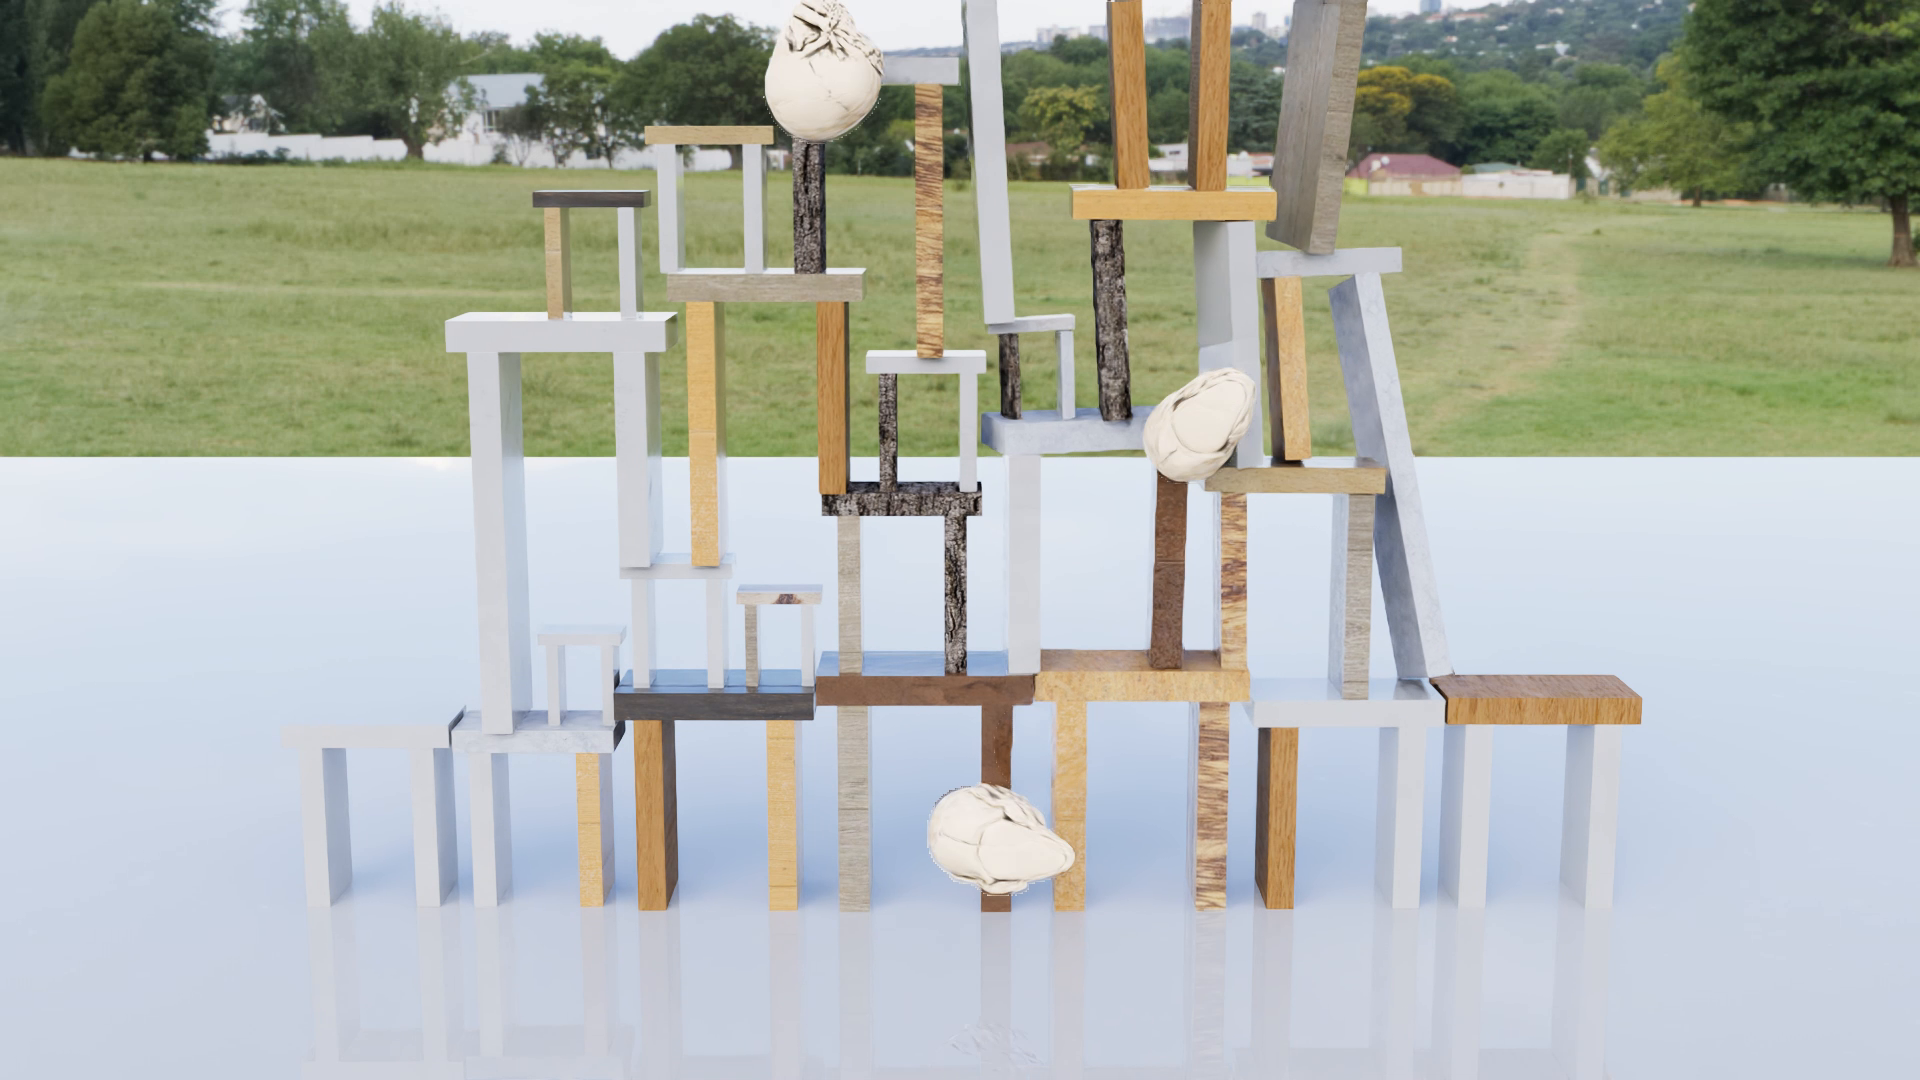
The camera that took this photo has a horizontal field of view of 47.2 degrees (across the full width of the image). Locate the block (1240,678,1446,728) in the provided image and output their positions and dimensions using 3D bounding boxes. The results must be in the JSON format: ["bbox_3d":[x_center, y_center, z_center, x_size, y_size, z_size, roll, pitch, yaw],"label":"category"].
[{"bbox_3d":[0.625,0.265,3.611,0.308,0.044,0.154,0,11,-1],"label":"block"}]

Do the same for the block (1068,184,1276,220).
[{"bbox_3d":[0.331,-0.532,3.465,0.313,0.044,0.157,1,12,1],"label":"block"}]

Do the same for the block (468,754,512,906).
[{"bbox_3d":[-0.778,0.461,3.647,0.037,0.261,0.131,0,11,0],"label":"block"}]

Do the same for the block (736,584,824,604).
[{"bbox_3d":[-0.292,0.088,3.572,0.136,0.019,0.068,0,11,0],"label":"block"}]

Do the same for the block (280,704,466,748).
[{"bbox_3d":[-0.961,0.305,3.619,0.270,0.038,0.135,0,11,0],"label":"block"}]

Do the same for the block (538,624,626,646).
[{"bbox_3d":[-0.617,0.155,3.593,0.134,0.019,0.067,0,11,0],"label":"block"}]

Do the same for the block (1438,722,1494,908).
[{"bbox_3d":[0.837,0.436,3.645,0.044,0.311,0.156,0,11,0],"label":"block"}]

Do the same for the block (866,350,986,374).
[{"bbox_3d":[-0.054,-0.284,3.508,0.189,0.027,0.095,0,10,0],"label":"block"}]

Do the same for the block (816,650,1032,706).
[{"bbox_3d":[-0.057,0.225,3.600,0.346,0.049,0.173,0,11,0],"label":"block"}]

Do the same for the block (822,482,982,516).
[{"bbox_3d":[-0.092,-0.067,3.546,0.255,0.036,0.127,0,10,0],"label":"block"}]

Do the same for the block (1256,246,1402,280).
[{"bbox_3d":[0.562,-0.452,3.609,0.291,0.041,0.145,-5,6,-26],"label":"block"}]

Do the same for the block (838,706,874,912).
[{"bbox_3d":[-0.172,0.420,3.635,0.049,0.347,0.173,0,11,0],"label":"block"}]

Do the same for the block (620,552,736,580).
[{"bbox_3d":[-0.456,0.042,3.563,0.180,0.025,0.090,0,11,-1],"label":"block"}]

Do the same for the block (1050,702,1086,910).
[{"bbox_3d":[0.179,0.417,3.643,0.049,0.346,0.173,0,9,0],"label":"block"}]

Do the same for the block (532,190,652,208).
[{"bbox_3d":[-0.578,-0.537,3.464,0.173,0.024,0.086,0,11,0],"label":"block"}]

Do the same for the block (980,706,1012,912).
[{"bbox_3d":[0.059,0.420,3.636,0.049,0.347,0.173,0,11,0],"label":"block"}]

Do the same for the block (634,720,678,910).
[{"bbox_3d":[-0.502,0.433,3.638,0.045,0.320,0.160,0,11,0],"label":"block"}]

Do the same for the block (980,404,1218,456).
[{"bbox_3d":[0.224,-0.181,3.571,0.351,0.050,0.175,-3,10,-12],"label":"block"}]

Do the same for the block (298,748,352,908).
[{"bbox_3d":[-1.051,0.457,3.647,0.038,0.270,0.135,0,11,0],"label":"block"}]

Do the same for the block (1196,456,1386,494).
[{"bbox_3d":[0.533,-0.106,3.562,0.287,0.041,0.144,0,9,1],"label":"block"}]

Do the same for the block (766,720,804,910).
[{"bbox_3d":[-0.288,0.433,3.638,0.045,0.320,0.160,0,11,0],"label":"block"}]

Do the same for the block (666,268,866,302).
[{"bbox_3d":[-0.303,-0.405,3.489,0.303,0.043,0.152,0,10,0],"label":"block"}]

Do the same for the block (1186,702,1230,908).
[{"bbox_3d":[0.409,0.417,3.642,0.049,0.346,0.173,0,9,0],"label":"block"}]

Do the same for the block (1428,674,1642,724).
[{"bbox_3d":[0.941,0.261,3.613,0.311,0.044,0.156,0,11,0],"label":"block"}]

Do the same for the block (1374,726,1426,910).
[{"bbox_3d":[0.728,0.438,3.644,0.044,0.308,0.154,0,11,-1],"label":"block"}]

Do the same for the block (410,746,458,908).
[{"bbox_3d":[-0.871,0.457,3.647,0.038,0.270,0.135,0,11,0],"label":"block"}]

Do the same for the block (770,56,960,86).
[{"bbox_3d":[-0.145,-0.730,3.432,0.288,0.041,0.144,0,10,1],"label":"block"}]

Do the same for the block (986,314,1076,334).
[{"bbox_3d":[0.111,-0.344,3.506,0.138,0.020,0.069,-4,9,-3],"label":"block"}]

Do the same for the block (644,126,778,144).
[{"bbox_3d":[-0.387,-0.634,3.441,0.198,0.028,0.099,0,11,0],"label":"block"}]

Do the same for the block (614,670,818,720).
[{"bbox_3d":[-0.395,0.253,3.604,0.320,0.045,0.160,0,11,0],"label":"block"}]

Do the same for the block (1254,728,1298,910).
[{"bbox_3d":[0.523,0.438,3.642,0.044,0.308,0.154,0,11,0],"label":"block"}]

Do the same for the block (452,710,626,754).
[{"bbox_3d":[-0.691,0.315,3.620,0.261,0.037,0.130,0,11,0],"label":"block"}]

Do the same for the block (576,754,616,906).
[{"bbox_3d":[-0.604,0.461,3.647,0.037,0.261,0.130,0,11,0],"label":"block"}]

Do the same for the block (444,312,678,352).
[{"bbox_3d":[-0.630,-0.332,3.503,0.341,0.048,0.171,0,11,0],"label":"block"}]

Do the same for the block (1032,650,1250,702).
[{"bbox_3d":[0.294,0.222,3.614,0.346,0.049,0.173,0,9,1],"label":"block"}]
